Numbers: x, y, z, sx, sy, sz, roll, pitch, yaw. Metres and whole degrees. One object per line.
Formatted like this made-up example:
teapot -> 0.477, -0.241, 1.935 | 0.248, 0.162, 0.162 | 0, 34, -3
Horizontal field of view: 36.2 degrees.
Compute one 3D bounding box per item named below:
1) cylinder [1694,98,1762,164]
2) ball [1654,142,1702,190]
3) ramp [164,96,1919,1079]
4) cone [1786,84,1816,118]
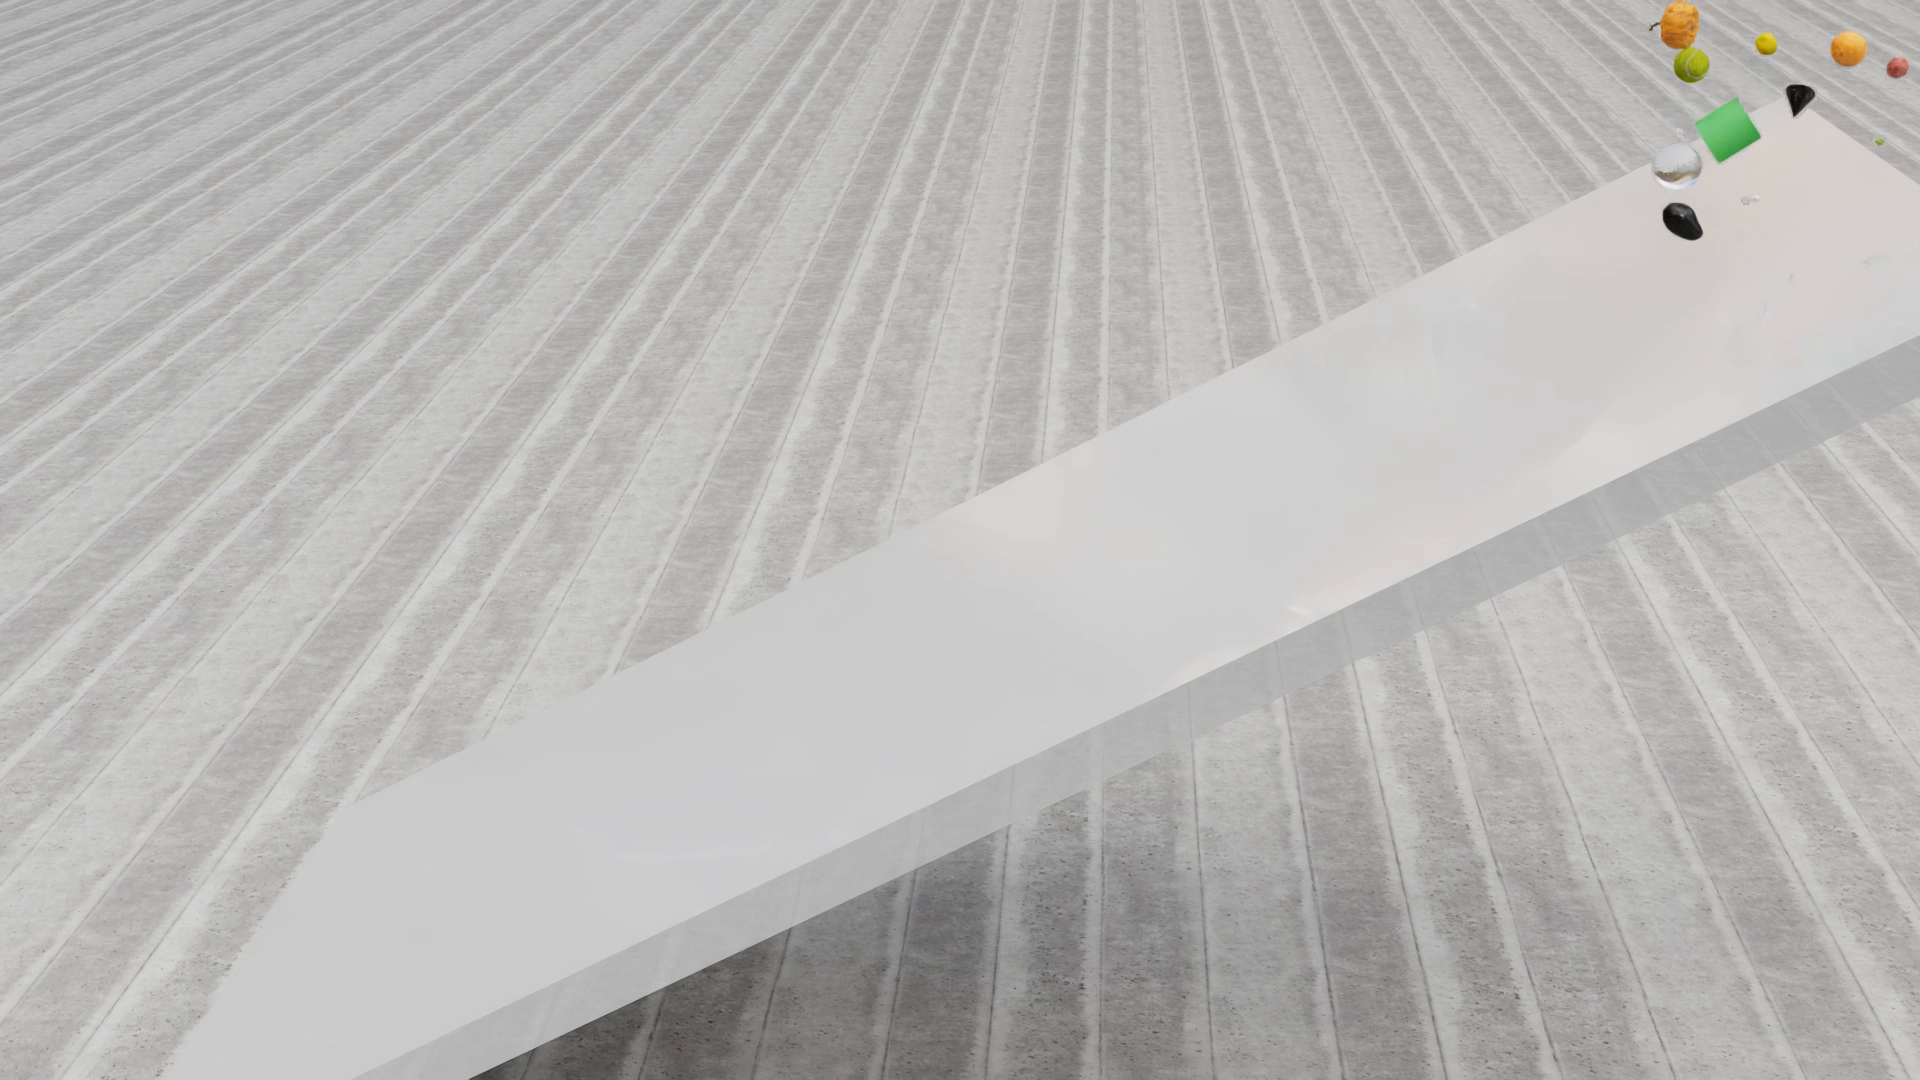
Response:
cylinder -> 1.510, -0.806, 5.787 | 0.095, 0.095, 0.095 | -32, 10, 17
ball -> 1.477, -0.769, 6.055 | 0.098, 0.098, 0.098 | 0, 17, 0
ramp -> 0.141, 0.167, 6.281 | 4.000, 0.100, 2.000 | -26, 14, 11
cone -> 1.701, -0.883, 5.974 | 0.061, 0.061, 0.061 | 17, -19, 6
